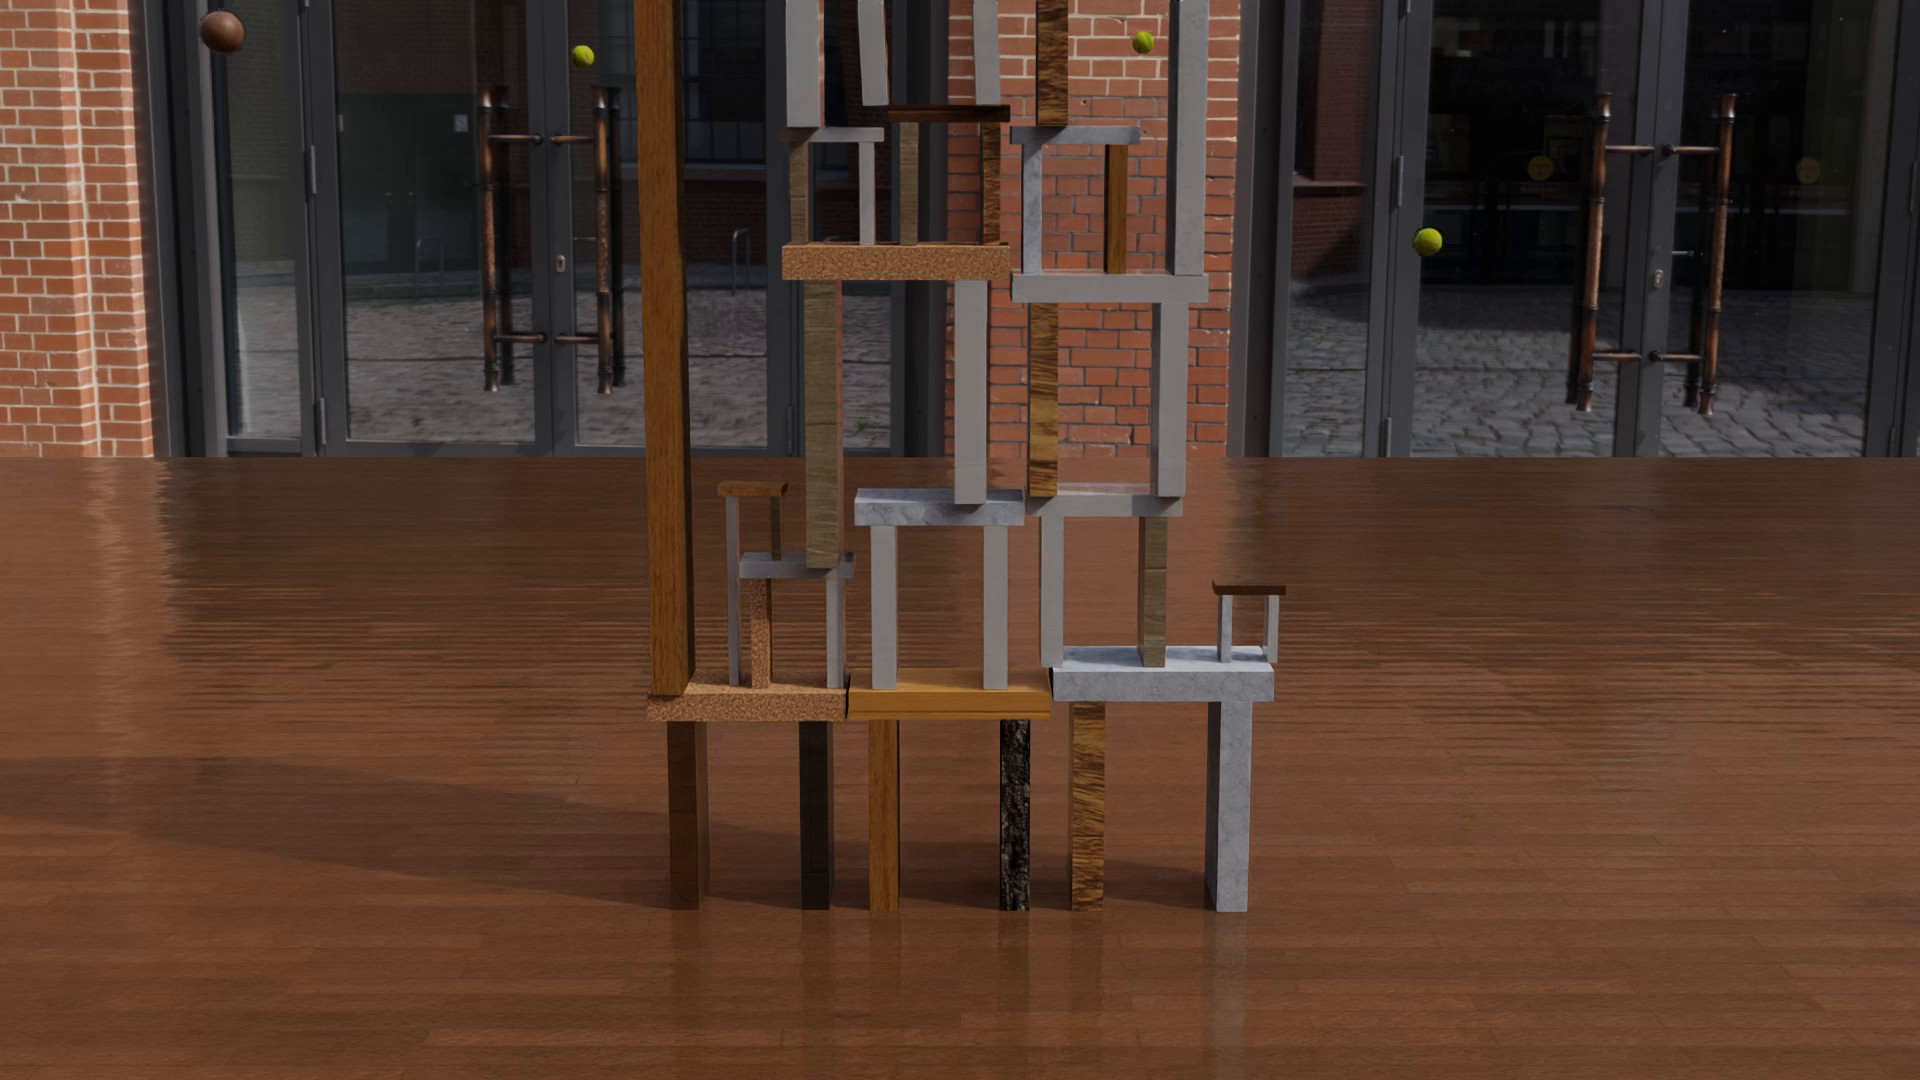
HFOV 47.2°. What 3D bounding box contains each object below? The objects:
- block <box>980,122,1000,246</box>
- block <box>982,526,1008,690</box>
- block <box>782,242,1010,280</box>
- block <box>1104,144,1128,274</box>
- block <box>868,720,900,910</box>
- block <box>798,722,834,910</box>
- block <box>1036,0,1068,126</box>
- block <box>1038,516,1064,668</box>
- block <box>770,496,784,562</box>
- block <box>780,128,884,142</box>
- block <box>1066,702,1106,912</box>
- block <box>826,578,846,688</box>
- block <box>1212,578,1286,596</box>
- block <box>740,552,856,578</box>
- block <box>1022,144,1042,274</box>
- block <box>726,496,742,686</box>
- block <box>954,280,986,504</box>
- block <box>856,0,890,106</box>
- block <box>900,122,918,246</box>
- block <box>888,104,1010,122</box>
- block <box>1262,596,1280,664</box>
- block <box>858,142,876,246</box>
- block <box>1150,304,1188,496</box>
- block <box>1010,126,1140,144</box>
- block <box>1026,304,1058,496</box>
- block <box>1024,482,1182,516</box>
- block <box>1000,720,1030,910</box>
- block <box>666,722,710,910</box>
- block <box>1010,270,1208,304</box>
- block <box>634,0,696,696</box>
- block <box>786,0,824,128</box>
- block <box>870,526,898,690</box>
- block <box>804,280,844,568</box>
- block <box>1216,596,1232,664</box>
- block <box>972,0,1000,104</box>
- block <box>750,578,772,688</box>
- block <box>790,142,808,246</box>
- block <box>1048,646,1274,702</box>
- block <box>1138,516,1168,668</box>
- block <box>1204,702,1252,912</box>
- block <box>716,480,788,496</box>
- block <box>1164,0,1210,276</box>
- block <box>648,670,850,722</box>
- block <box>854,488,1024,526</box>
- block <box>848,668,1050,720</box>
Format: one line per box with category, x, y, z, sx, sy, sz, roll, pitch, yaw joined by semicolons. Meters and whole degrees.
block;0.047;-0.561;3.455;0.027;0.189;0.094;0;12;-2
block;0.057;0.097;3.574;0.038;0.268;0.134;0;11;0
block;-0.099;-0.442;3.476;0.351;0.050;0.176;0;11;0
block;0.244;-0.522;3.461;0.028;0.199;0.099;0;11;0
block;-0.125;0.432;3.638;0.046;0.322;0.161;0;11;0
block;-0.236;0.433;3.641;0.045;0.319;0.159;0;11;0
block;0.142;-0.803;3.409;0.045;0.316;0.158;0;11;1
block;0.147;0.073;3.573;0.035;0.247;0.123;0;10;0
block;-0.295;-0.023;3.546;0.015;0.105;0.053;0;12;2
block;-0.199;-0.634;3.438;0.159;0.023;0.080;0;11;0
block;0.208;0.416;3.639;0.050;0.353;0.176;0;11;0
block;-0.202;0.143;3.586;0.026;0.182;0.091;0;11;-1
block;0.469;0.076;3.571;0.113;0.016;0.056;0;11;0
block;-0.263;0.041;3.566;0.182;0.026;0.091;0;11;0
block;0.112;-0.522;3.461;0.028;0.199;0.099;0;11;0
block;-0.368;0.078;3.577;0.015;0.313;0.053;0;11;0
block;0.017;-0.245;3.512;0.050;0.351;0.176;0;11;0
block;-0.136;-0.807;3.402;0.037;0.263;0.131;-3;12;1
block;-0.079;-0.561;3.456;0.027;0.189;0.095;0;12;0
block;-0.018;-0.667;3.435;0.189;0.027;0.094;0;12;-1
block;0.506;0.139;3.583;0.016;0.113;0.056;0;11;0
block;-0.146;-0.545;3.456;0.023;0.159;0.080;0;11;-1
block;0.334;-0.232;3.515;0.043;0.304;0.152;0;11;0
block;0.178;-0.634;3.442;0.199;0.028;0.099;0;11;0
block;0.131;-0.232;3.514;0.043;0.304;0.152;0;11;0
block;0.229;-0.066;3.548;0.247;0.035;0.123;0;11;0
block;0.090;0.432;3.638;0.046;0.322;0.161;0;11;0
block;-0.449;0.433;3.641;0.045;0.319;0.159;0;11;0
block;0.232;-0.403;3.482;0.304;0.043;0.152;0;11;0
block;-0.468;-0.376;3.489;0.049;1.237;0.172;0;11;0
block;-0.240;-0.814;3.406;0.049;0.344;0.172;0;11;0
block;-0.122;0.097;3.574;0.038;0.268;0.134;0;11;0
block;-0.217;-0.195;3.523;0.050;0.454;0.175;0;11;0
block;0.431;0.139;3.583;0.016;0.112;0.056;0;11;0
block;0.039;-0.808;3.402;0.037;0.263;0.131;-2;12;1
block;-0.323;0.143;3.585;0.026;0.182;0.091;0;11;0
block;-0.252;-0.545;3.455;0.023;0.159;0.080;0;11;0
block;0.325;0.218;3.602;0.353;0.050;0.176;0;11;0
block;0.312;0.073;3.573;0.035;0.247;0.123;0;11;0
block;0.443;0.416;3.639;0.050;0.353;0.176;0;11;0
block;-0.333;-0.083;3.540;0.105;0.015;0.053;1;12;7
block;0.354;-0.691;3.430;0.045;0.543;0.158;0;11;0
block;-0.343;0.254;3.608;0.319;0.045;0.159;0;11;0
block;-0.033;-0.053;3.546;0.268;0.038;0.134;0;11;0
block;-0.017;0.251;3.604;0.322;0.046;0.161;0;11;0
